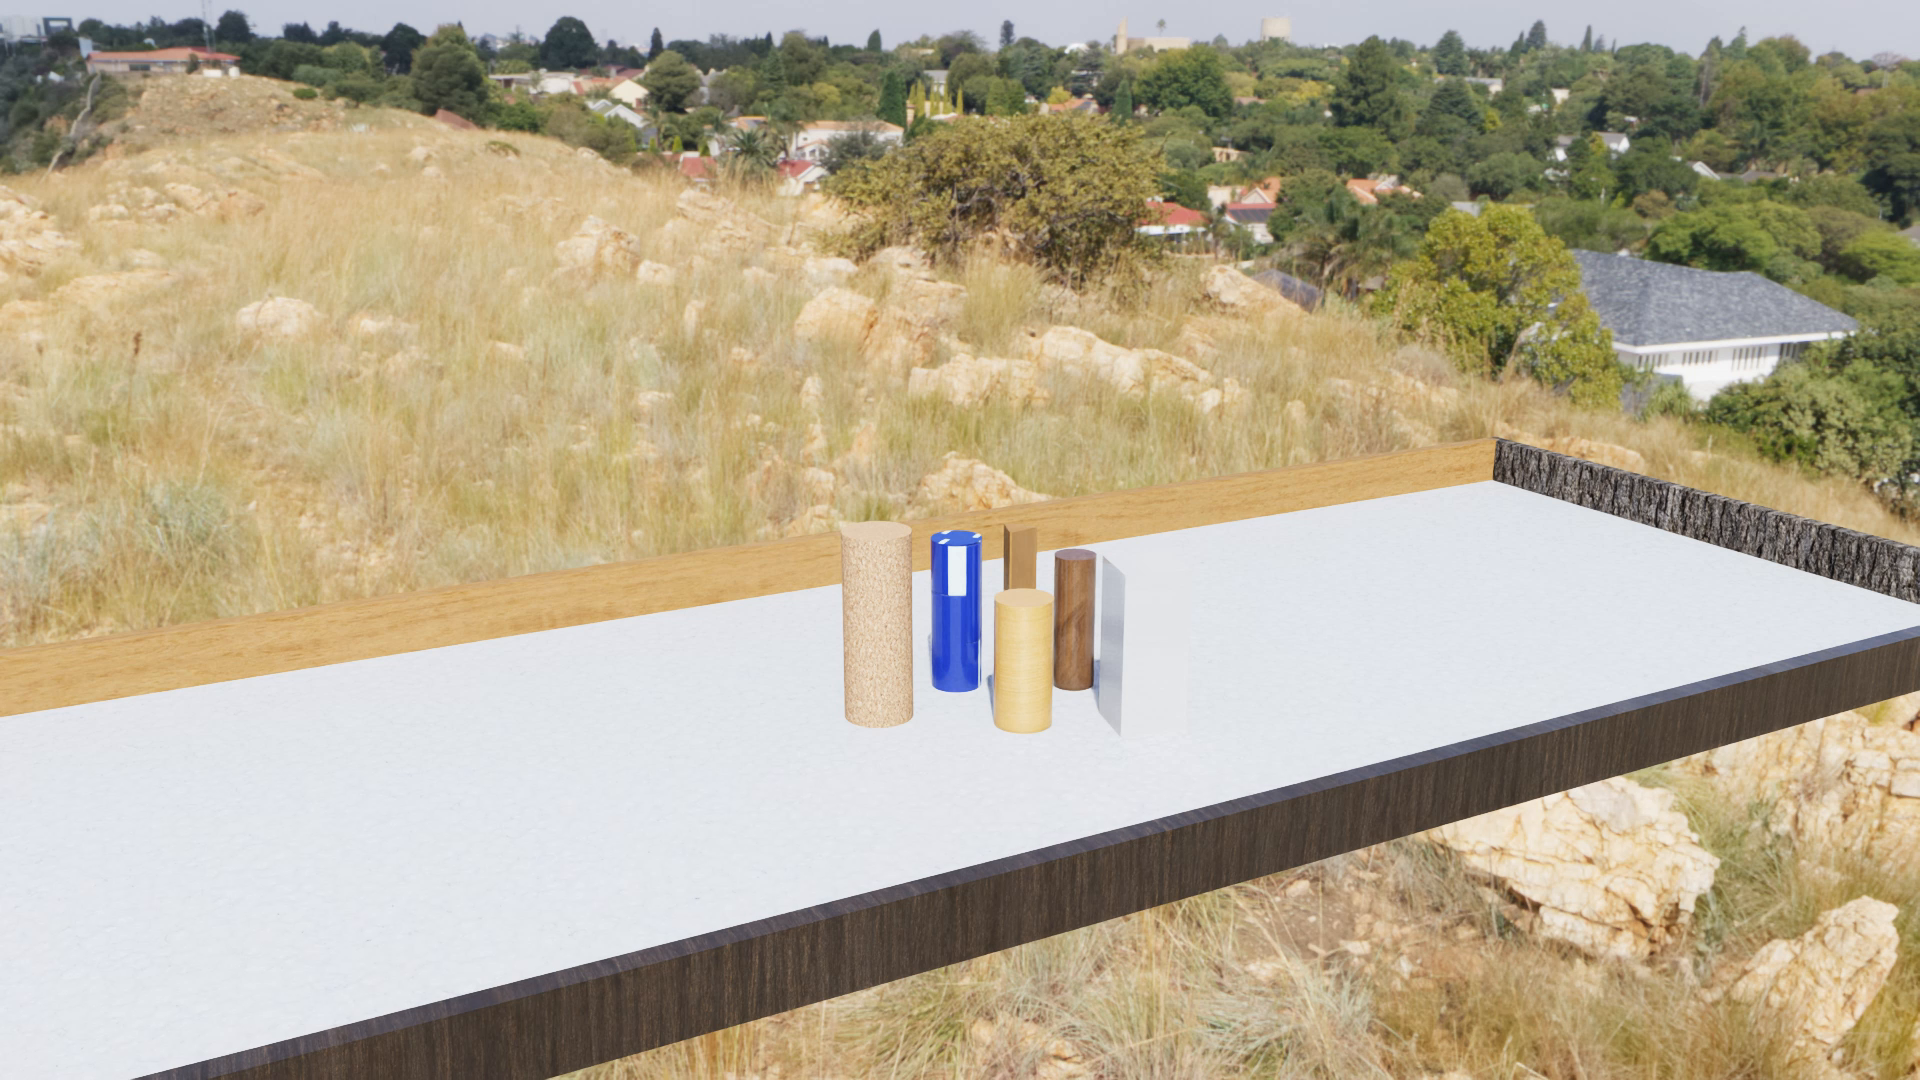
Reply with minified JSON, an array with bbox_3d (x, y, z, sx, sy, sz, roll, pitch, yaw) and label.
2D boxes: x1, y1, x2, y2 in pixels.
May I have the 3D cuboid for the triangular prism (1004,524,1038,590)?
[{"bbox_3d":[0.141,0.124,4.341,0.090,0.333,0.078,-13,21,-37],"label":"triangular prism"}]

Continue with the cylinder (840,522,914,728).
[{"bbox_3d":[-0.193,0.198,3.872,0.164,0.457,0.164,0,16,0],"label":"cylinder"}]

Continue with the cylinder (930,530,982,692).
[{"bbox_3d":[-0.009,0.177,4.079,0.126,0.381,0.126,0,16,0],"label":"cylinder"}]

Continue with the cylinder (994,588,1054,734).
[{"bbox_3d":[0.148,0.282,3.847,0.139,0.310,0.139,0,16,0],"label":"cylinder"}]

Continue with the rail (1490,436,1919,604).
[{"bbox_3d":[2.466,-0.048,5.253,0.050,0.150,2.100,-9,18,-27],"label":"rail"}]

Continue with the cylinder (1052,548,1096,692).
[{"bbox_3d":[0.283,0.198,4.084,0.104,0.338,0.104,0,16,0],"label":"cylinder"}]

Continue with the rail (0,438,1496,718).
[{"bbox_3d":[-3.305,0.497,3.399,12.000,0.150,0.050,-9,18,-27],"label":"rail"}]

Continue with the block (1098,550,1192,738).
[{"bbox_3d":[0.429,0.241,3.840,0.159,0.393,0.159,-4,17,-13],"label":"block"}]

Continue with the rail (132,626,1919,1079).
[{"bbox_3d":[-2.336,1.006,1.665,12.000,0.150,0.050,-9,18,-27],"label":"rail"}]
